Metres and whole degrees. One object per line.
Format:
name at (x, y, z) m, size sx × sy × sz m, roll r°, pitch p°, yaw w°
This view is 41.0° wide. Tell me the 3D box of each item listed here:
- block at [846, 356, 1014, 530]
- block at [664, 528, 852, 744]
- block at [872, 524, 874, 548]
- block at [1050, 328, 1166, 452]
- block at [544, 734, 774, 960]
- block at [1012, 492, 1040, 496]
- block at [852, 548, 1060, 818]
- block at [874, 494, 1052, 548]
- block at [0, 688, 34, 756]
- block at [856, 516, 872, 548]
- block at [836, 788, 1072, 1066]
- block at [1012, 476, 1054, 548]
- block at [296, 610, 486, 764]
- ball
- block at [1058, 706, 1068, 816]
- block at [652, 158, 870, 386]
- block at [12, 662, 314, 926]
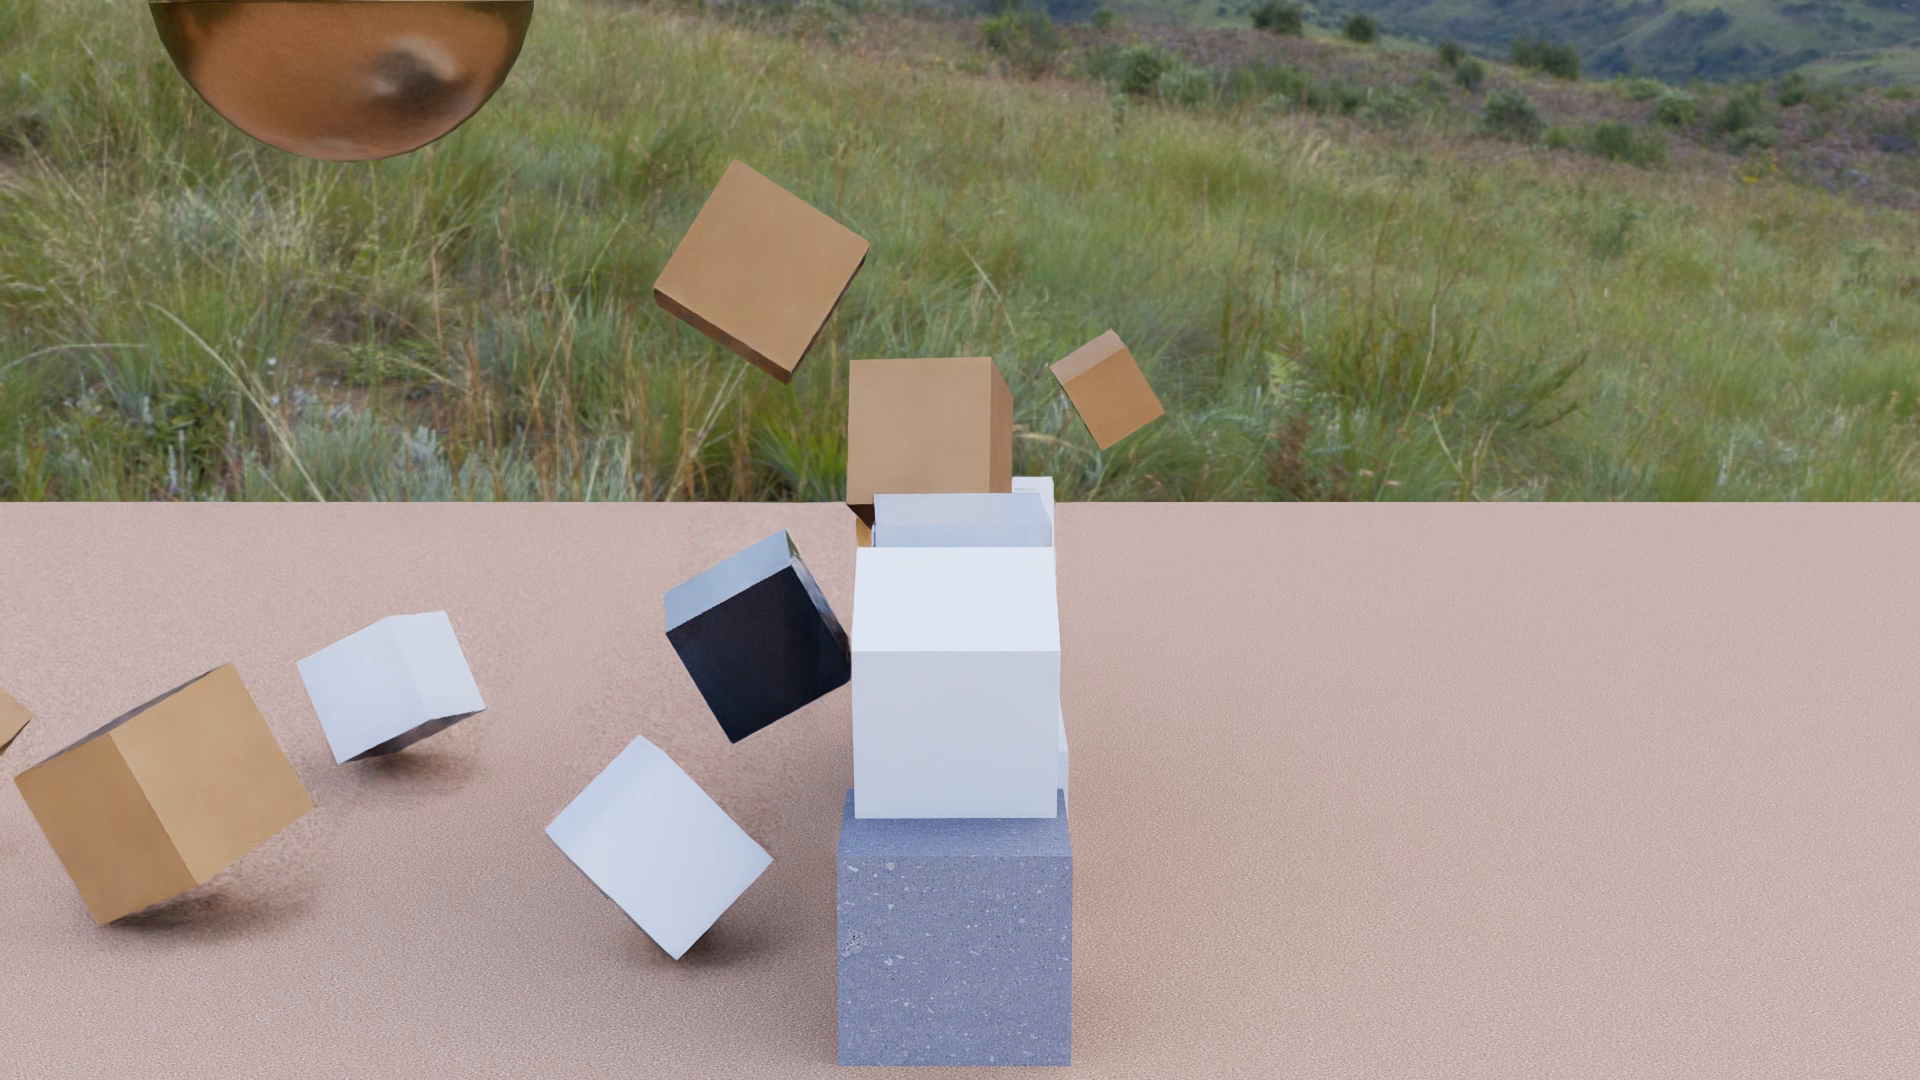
block at (-0.130, -0.427, 12.027) m, size 0.654 × 0.677 × 0.760 m, roll -1°, pitch -11°, yaw 9°
block at (-0.880, 0.413, 11.228) m, size 0.610 × 0.581 × 0.583 m, roll -28°, pitch 17°, yaw 2°
block at (-0.043, 0.300, 11.287) m, size 0.654 × 0.812 × 0.740 m, roll 0°, pitch 10°, yaw 1°
block at (0.870, -0.891, 15.202) m, size 0.436 × 0.477 × 0.448 m, roll -32°, pitch 19°, yaw 3°
block at (-1.219, 1.229, 10.337) m, size 0.546 × 0.626 × 0.543 m, roll -46°, pitch 16°, yaw -10°
block at (0.002, 0.164, 12.809) m, size 0.782 × 0.726 × 0.752 m, roll 0°, pitch 7°, yaw 3°
block at (-0.017, 0.530, 9.651) m, size 0.747 × 0.735 × 0.734 m, roll 0°, pitch 30°, yaw 0°
block at (-0.001, 0.283, 10.477) m, size 0.691 × 0.836 × 0.748 m, roll 0°, pitch 10°, yaw -2°
block at (-4.731, 0.937, 11.661) m, size 0.587 × 0.639 × 0.550 m, roll 40°, pitch 19°, yaw -10°
block at (-0.110, 0.098, 16.045) m, size 0.742 × 0.609 × 0.770 m, roll -14°, pitch 20°, yaw -41°
block at (-0.019, 1.423, 9.553) m, size 0.834 × 0.782 × 0.869 m, roll 0°, pitch 10°, yaw 0°
block at (0.082, -0.022, 14.533) m, size 0.637 × 0.660 × 0.718 m, roll -1°, pitch 1°, yaw -25°
block at (-2.901, 0.747, 13.114) m, size 0.565 × 0.557 × 0.614 m, roll -25°, pitch -6°, yaw 15°
ball at (-2.585, -2.388, 10.746) m, size 1.600 × 1.600 × 1.600 m, roll 0°, pitch 10°, yaw 0°
block at (0.007, 1.196, 10.391) m, size 0.820 × 0.928 × 0.842 m, roll 0°, pitch 10°, yaw 0°
block at (-0.982, -1.314, 12.686) m, size 0.778 × 0.742 × 0.625 m, roll 32°, pitch -5°, yaw -3°
block at (-3.329, 1.060, 10.751) m, size 0.692 × 0.713 × 0.712 m, roll -23°, pitch 9°, yaw 34°
